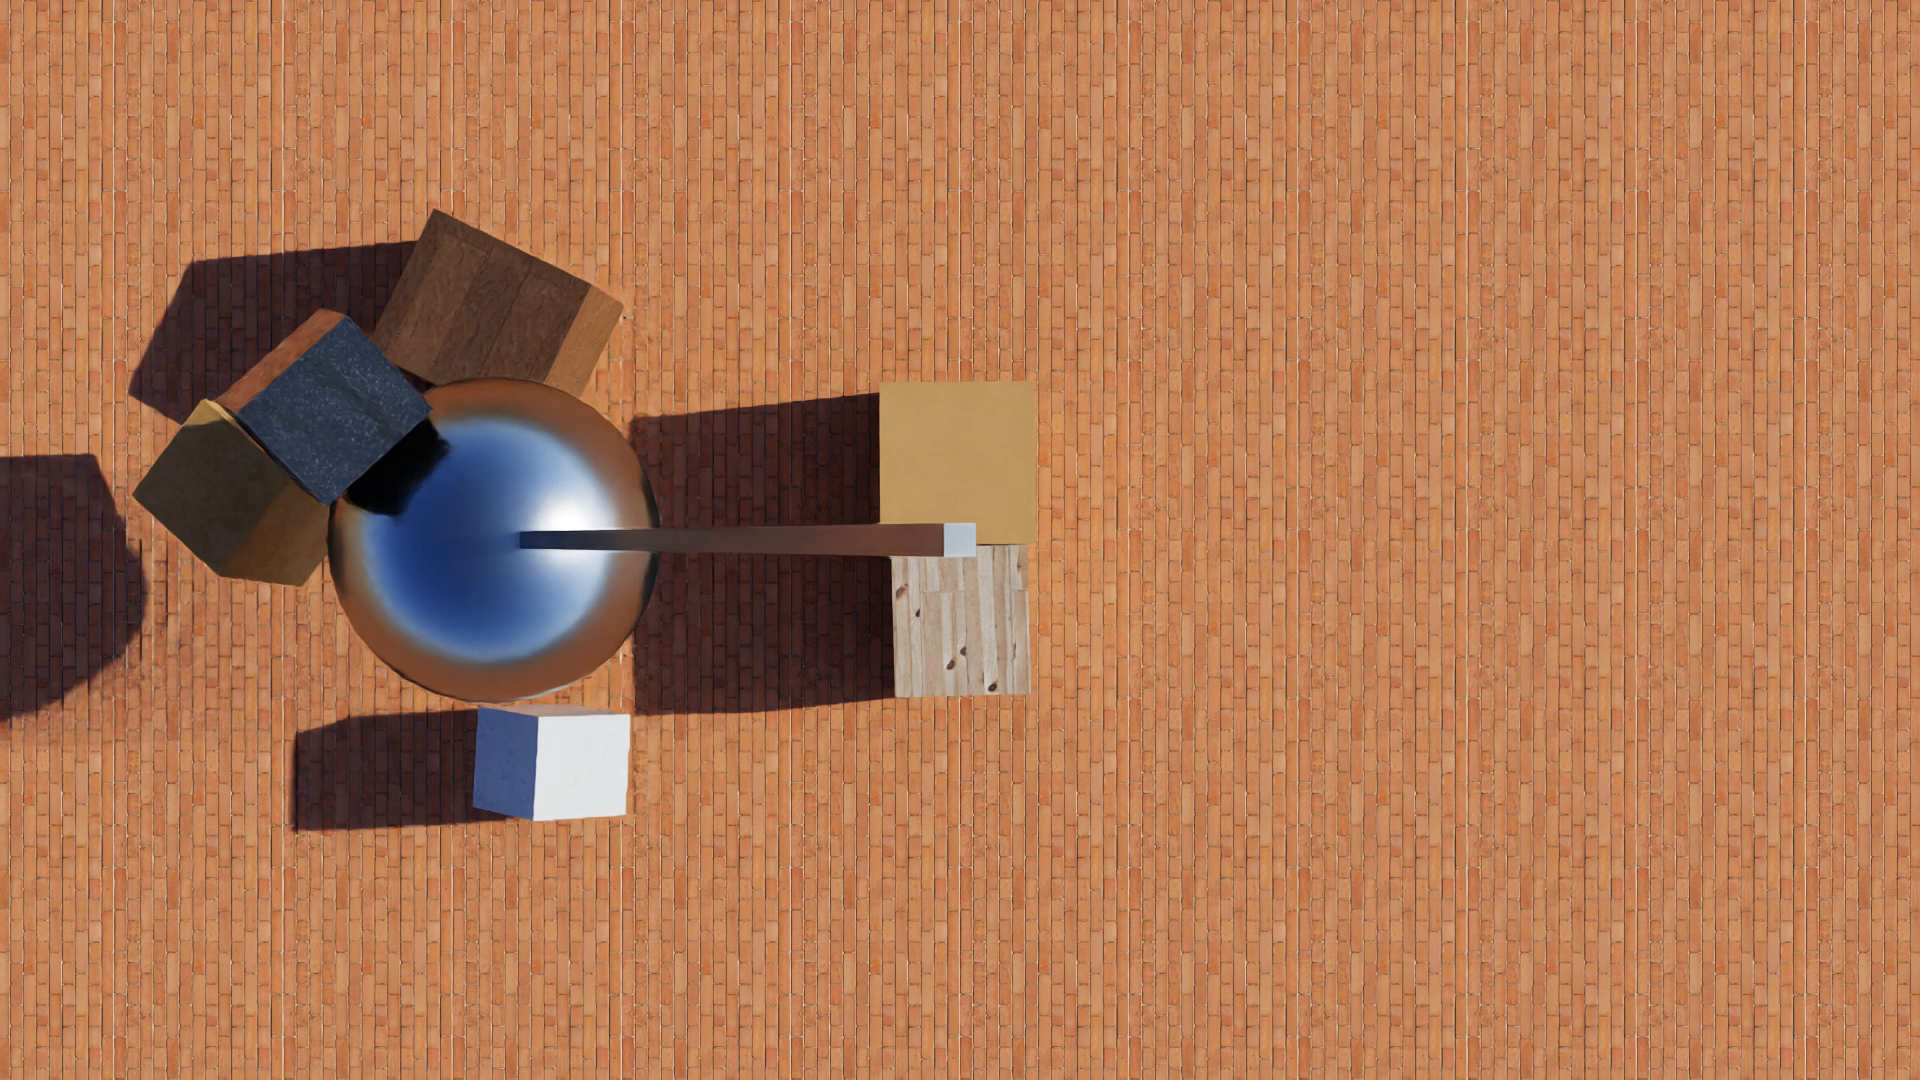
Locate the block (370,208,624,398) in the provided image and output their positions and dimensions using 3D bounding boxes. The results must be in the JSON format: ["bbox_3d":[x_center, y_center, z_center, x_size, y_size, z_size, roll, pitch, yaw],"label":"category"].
[{"bbox_3d":[-2.624,-1.213,12.526,0.977,0.895,0.869,26,90,3],"label":"block"}]

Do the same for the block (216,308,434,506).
[{"bbox_3d":[-2.912,-0.618,10.061,0.646,0.662,0.569,-45,114,-13],"label":"block"}]

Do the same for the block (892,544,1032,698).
[{"bbox_3d":[0.007,0.448,12.579,0.754,0.842,0.826,-2,90,0],"label":"block"}]

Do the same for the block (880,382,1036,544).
[{"bbox_3d":[-0.015,-0.427,12.593,0.861,0.814,0.902,0,90,0],"label":"block"}]

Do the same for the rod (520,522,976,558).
[{"bbox_3d":[-0.981,0.000,7.590,0.080,5.200,0.080,0,90,-22],"label":"rod"}]

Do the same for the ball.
[{"bbox_3d":[-2.264,0.000,10.739,1.600,1.600,1.600,0,90,0],"label":"ball"}]

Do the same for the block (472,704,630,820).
[{"bbox_3d":[-2.331,1.261,12.565,0.601,0.627,0.576,3,90,45],"label":"block"}]

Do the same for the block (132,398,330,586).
[{"bbox_3d":[-3.796,-0.241,11.821,0.687,0.809,0.641,39,95,14],"label":"block"}]
